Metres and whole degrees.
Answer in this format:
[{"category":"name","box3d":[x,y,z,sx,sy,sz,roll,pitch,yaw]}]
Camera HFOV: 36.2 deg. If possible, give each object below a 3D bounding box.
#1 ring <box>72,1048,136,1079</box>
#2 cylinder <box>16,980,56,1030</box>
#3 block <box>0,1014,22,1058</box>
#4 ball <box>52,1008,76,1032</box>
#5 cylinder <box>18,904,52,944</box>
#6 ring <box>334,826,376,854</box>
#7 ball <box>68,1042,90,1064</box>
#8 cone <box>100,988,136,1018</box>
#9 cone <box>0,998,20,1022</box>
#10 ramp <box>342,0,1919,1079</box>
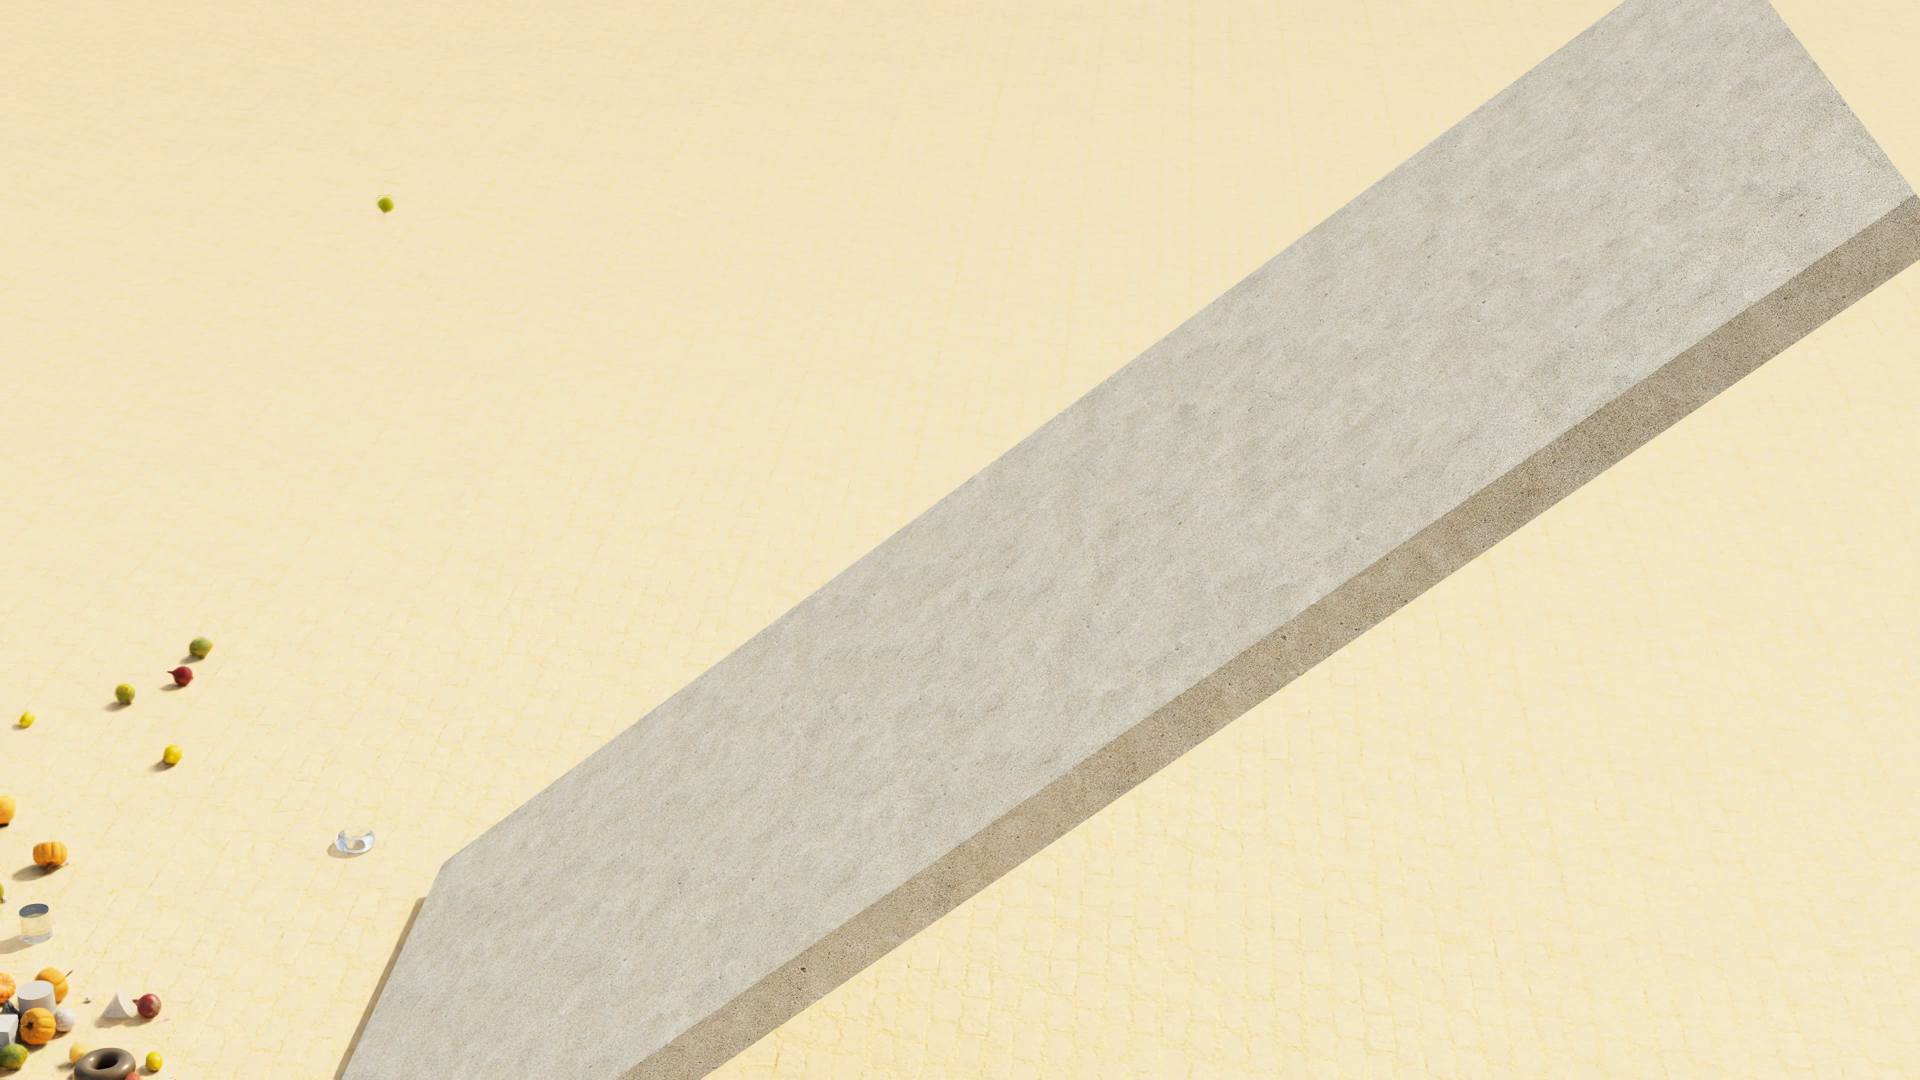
[{"category":"ring","box3d":[-2.053,1.269,7.057,0.148,0.049,0.148,-1,23,0]},{"category":"cylinder","box3d":[-2.283,1.151,7.277,0.087,0.087,0.087,0,24,0]},{"category":"block","box3d":[-2.338,1.209,7.161,0.075,0.075,0.075,0,24,0]},{"category":"ball","box3d":[-2.205,1.182,7.245,0.057,0.057,0.057,0,24,0]},{"category":"cylinder","box3d":[-2.402,0.997,7.643,0.077,0.077,0.077,0,24,0]},{"category":"ring","box3d":[-1.662,0.825,8.085,0.112,0.037,0.112,0,25,0]},{"category":"ball","box3d":[-2.130,1.242,7.114,0.051,0.051,0.051,0,24,0]},{"category":"cone","box3d":[-2.105,1.167,7.306,0.078,0.078,0.078,-28,25,2]},{"category":"cone","box3d":[-2.357,1.160,7.289,0.061,0.061,0.061,0,24,0]},{"category":"ramp","box3d":[0.121,0.185,6.340,4.000,0.100,2.000,-36,16,18]}]
